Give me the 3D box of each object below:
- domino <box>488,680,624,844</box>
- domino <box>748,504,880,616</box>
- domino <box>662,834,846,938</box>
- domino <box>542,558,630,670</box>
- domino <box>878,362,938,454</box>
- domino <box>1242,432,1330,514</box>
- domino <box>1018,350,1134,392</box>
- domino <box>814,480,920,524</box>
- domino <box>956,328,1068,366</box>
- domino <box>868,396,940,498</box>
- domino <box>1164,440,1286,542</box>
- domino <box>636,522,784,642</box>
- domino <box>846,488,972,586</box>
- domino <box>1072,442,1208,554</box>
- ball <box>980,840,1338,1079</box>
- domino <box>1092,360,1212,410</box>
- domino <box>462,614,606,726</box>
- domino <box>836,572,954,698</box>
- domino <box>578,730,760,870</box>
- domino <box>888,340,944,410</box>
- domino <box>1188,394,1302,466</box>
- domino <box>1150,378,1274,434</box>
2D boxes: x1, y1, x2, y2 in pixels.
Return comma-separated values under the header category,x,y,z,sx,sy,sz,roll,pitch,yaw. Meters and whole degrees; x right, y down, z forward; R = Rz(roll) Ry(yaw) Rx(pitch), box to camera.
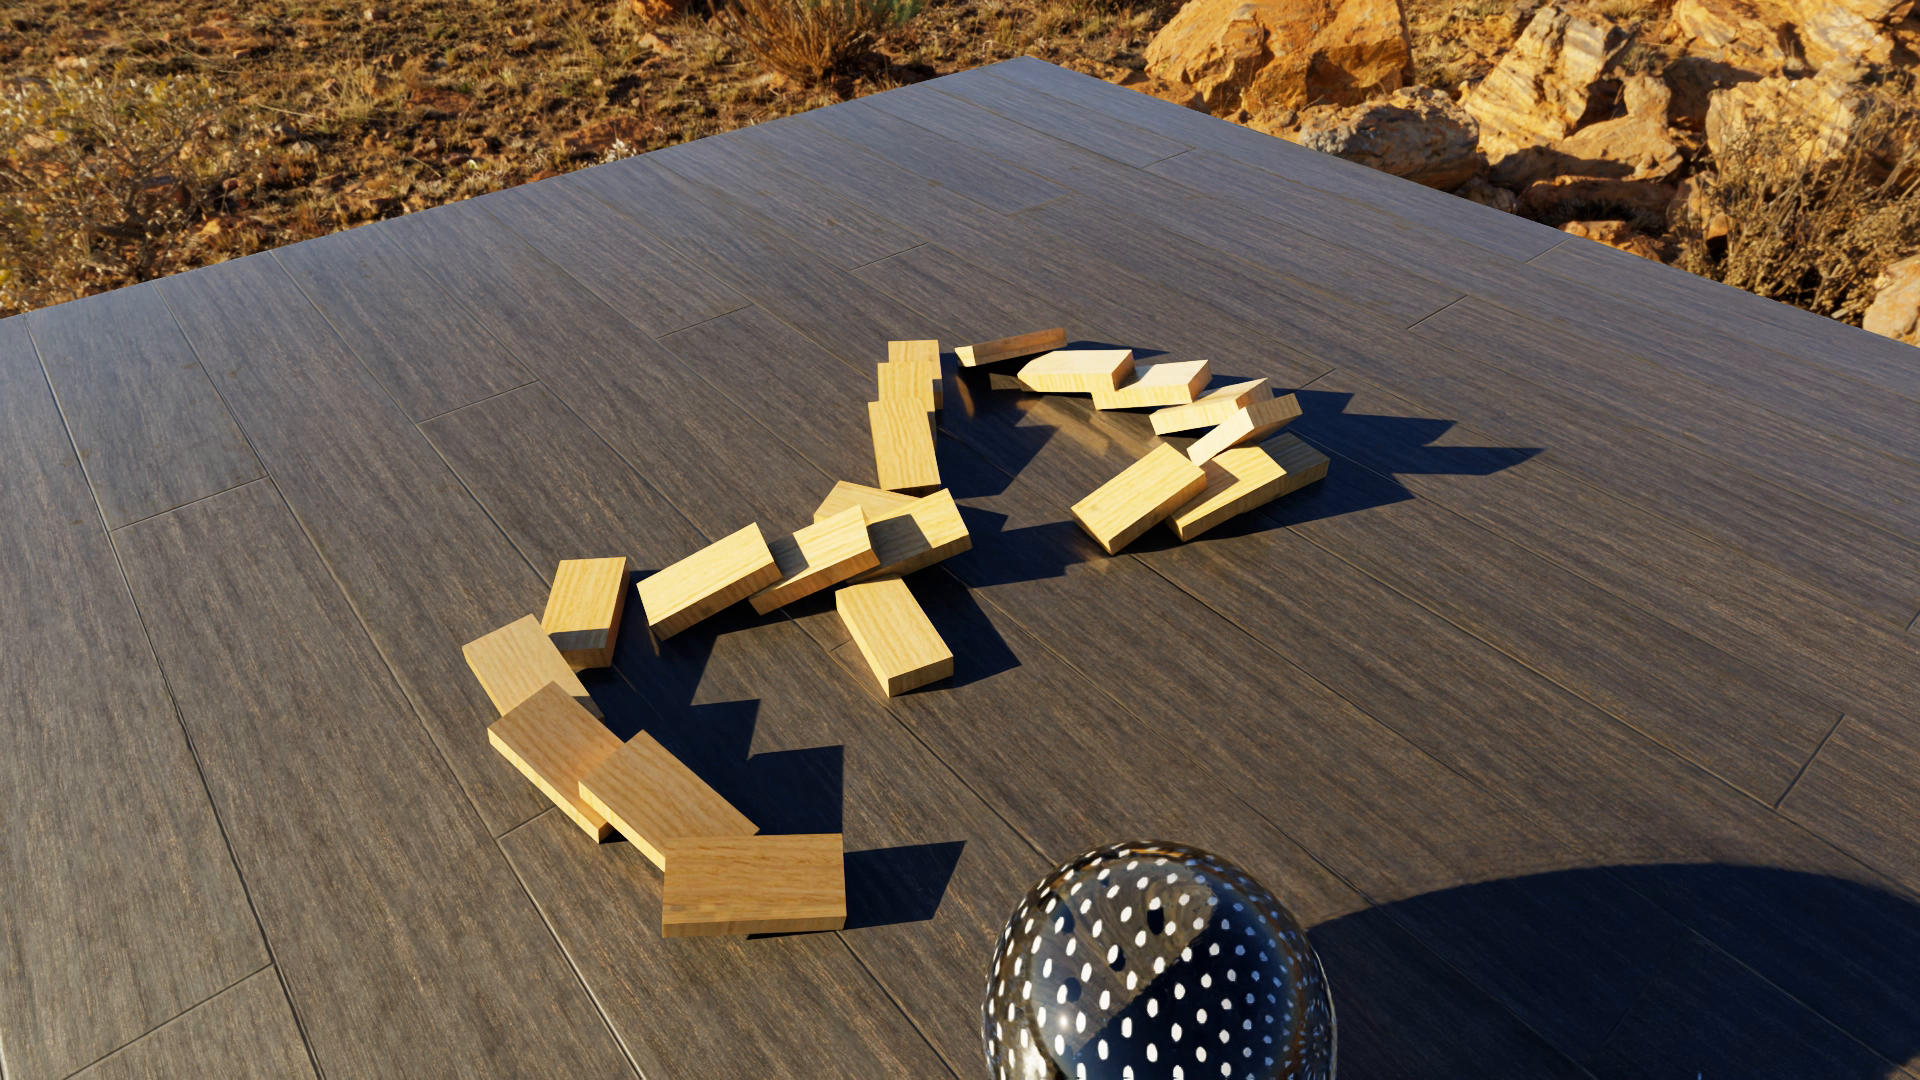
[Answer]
category,x,y,z,sx,sy,sz,roll,pitch,yaw
domino,-0.122,0.069,0.348,0.050,0.009,0.025,36,50,16
domino,-0.057,0.007,0.420,0.050,0.010,0.025,-23,45,4
domino,-0.059,0.098,0.314,0.050,0.009,0.025,2,49,-13
domino,-0.140,0.027,0.411,0.025,0.010,0.050,-3,39,-4
domino,-0.025,-0.061,0.509,0.025,0.010,0.050,-3,54,-3
domino,0.134,-0.030,0.480,0.050,0.010,0.025,-22,44,-25
domino,0.056,-0.082,0.533,0.050,0.009,0.025,5,37,33
domino,-0.032,-0.009,0.454,0.050,0.009,0.025,13,41,15
domino,0.026,-0.097,0.553,0.050,0.010,0.025,-15,12,-17
domino,-0.025,-0.040,0.481,0.025,0.009,0.050,-7,55,-6
domino,0.107,-0.021,0.458,0.050,0.010,0.025,-27,47,-7
domino,-0.094,0.015,0.414,0.050,0.009,0.025,-28,45,-7
domino,-0.023,0.001,0.430,0.050,0.010,0.025,-22,53,-4
domino,0.074,-0.017,0.452,0.050,0.010,0.025,-34,48,-10
ball,0.045,0.110,0.253,0.080,0.080,0.080,0,39,0
domino,0.090,-0.073,0.518,0.050,0.010,0.025,1,33,38
domino,-0.144,0.050,0.373,0.025,0.010,0.050,-29,62,-31
domino,-0.025,0.034,0.402,0.025,0.010,0.050,-17,42,-20
domino,-0.088,0.083,0.333,0.050,0.009,0.025,35,49,16
domino,-0.022,-0.082,0.543,0.025,0.010,0.050,-2,39,-3
domino,0.121,-0.046,0.471,0.025,0.050,0.009,-17,80,-20
domino,0.113,-0.060,0.496,0.025,0.010,0.050,-32,16,-33
